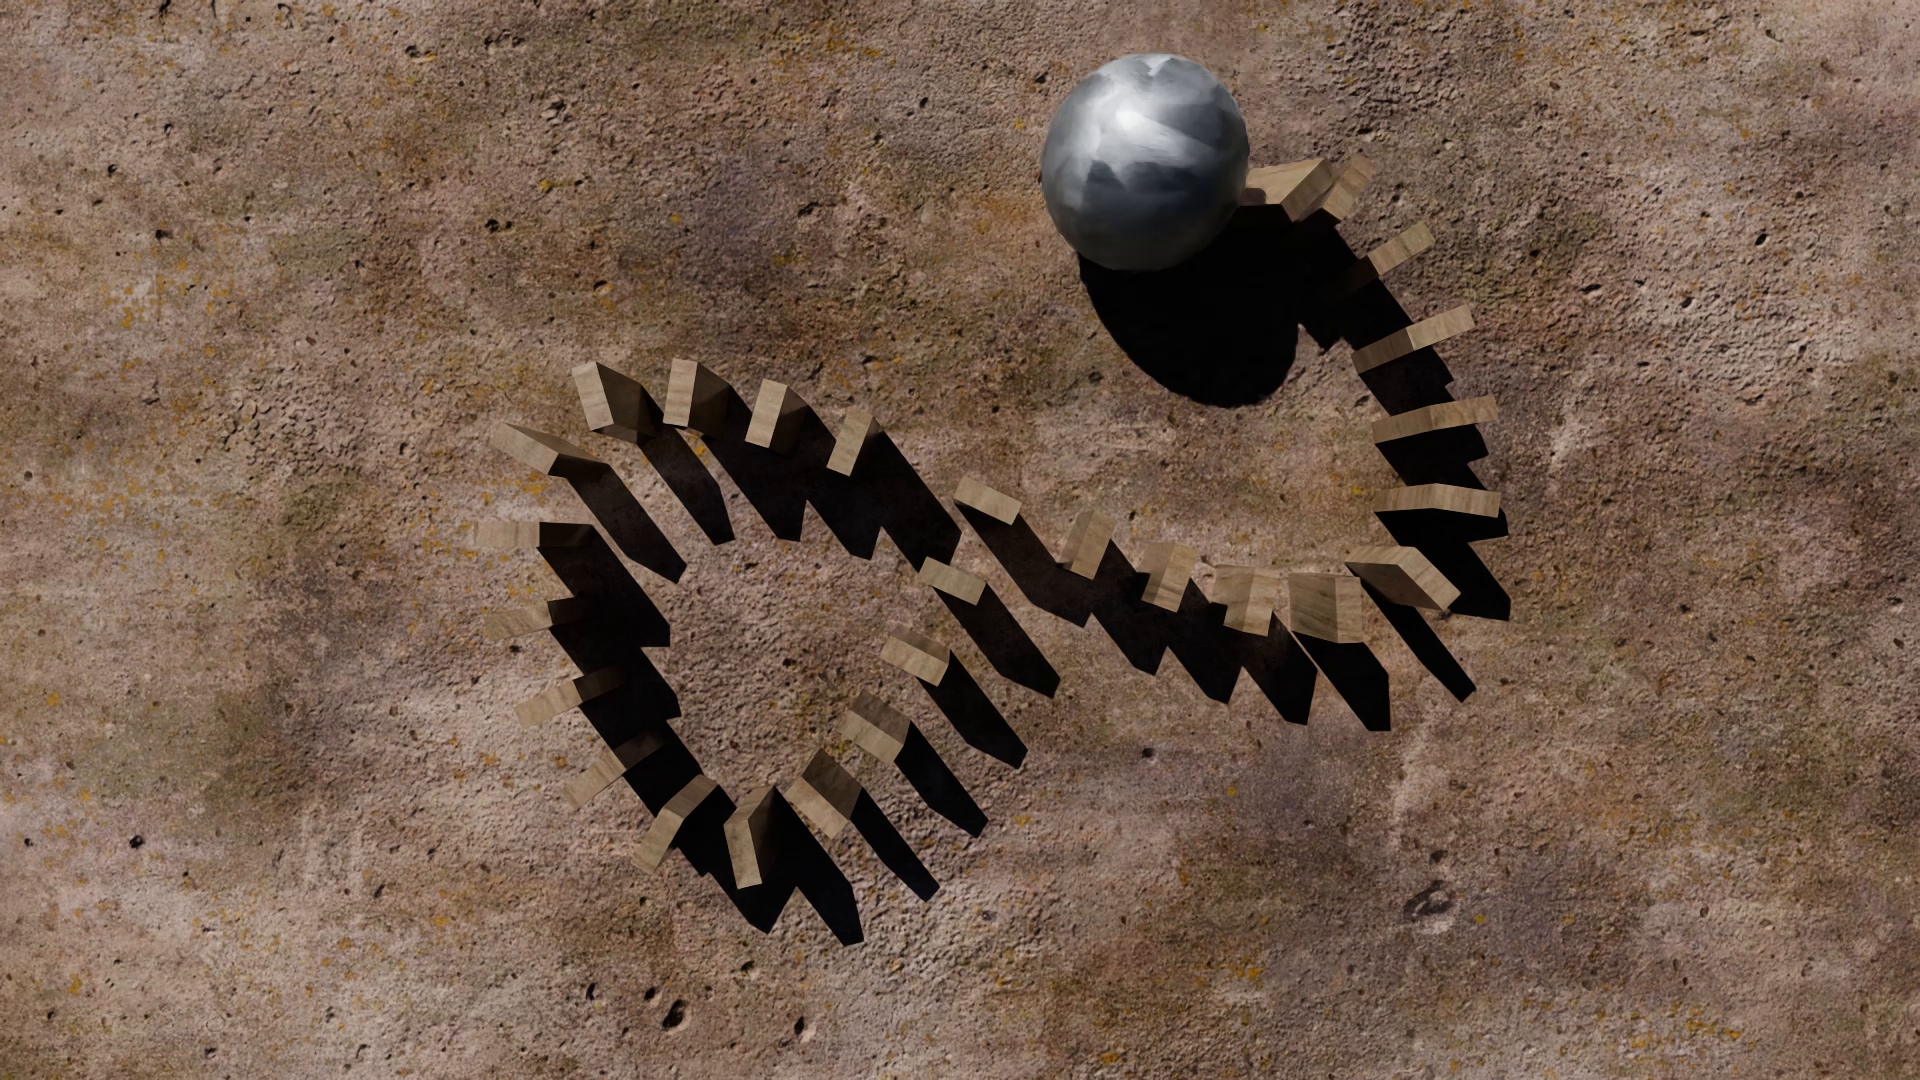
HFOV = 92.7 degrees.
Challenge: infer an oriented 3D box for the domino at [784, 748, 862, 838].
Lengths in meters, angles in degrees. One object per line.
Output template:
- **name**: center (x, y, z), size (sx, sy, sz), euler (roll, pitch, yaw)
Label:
- **domino**: center (-0.055, 0.102, 0.375), size (0.025, 0.050, 0.010), euler (43, 90, 0)

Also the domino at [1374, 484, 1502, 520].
- **domino**: center (0.194, -0.015, 0.375), size (0.025, 0.050, 0.009), euler (9, 90, 0)

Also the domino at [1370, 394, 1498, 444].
- **domino**: center (0.192, -0.049, 0.375), size (0.025, 0.050, 0.009), euler (-9, 90, 0)

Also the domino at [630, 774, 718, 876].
- **domino**: center (-0.116, 0.115, 0.375), size (0.010, 0.050, 0.025), euler (30, 90, 0)

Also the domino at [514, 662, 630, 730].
- **domino**: center (-0.157, 0.063, 0.375), size (0.025, 0.050, 0.009), euler (-25, 90, 0)

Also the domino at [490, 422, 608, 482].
- **domino**: center (-0.167, -0.035, 0.375), size (0.025, 0.050, 0.010), euler (29, 90, 0)

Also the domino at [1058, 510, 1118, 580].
- **domino**: center (0.051, 0.002, 0.375), size (0.009, 0.050, 0.025), euler (22, 90, 0)

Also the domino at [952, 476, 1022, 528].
- **domino**: center (0.011, -0.015, 0.375), size (0.025, 0.050, 0.010), euler (25, 90, 0)

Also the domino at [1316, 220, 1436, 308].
- **domino**: center (0.169, -0.112, 0.375), size (0.025, 0.050, 0.010), euler (-32, 90, 0)

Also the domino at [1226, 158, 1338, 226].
- **domino**: center (0.128, -0.142, 0.375), size (0.025, 0.050, 0.010), euler (-45, 113, 0)

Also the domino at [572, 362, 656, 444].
- **domino**: center (-0.140, -0.055, 0.375), size (0.010, 0.050, 0.025), euler (-17, 90, 0)

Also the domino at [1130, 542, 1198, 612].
- **domino**: center (0.083, 0.014, 0.375), size (0.009, 0.050, 0.025), euler (20, 90, 0)

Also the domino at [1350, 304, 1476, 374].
- **domino**: center (0.184, -0.081, 0.375), size (0.025, 0.050, 0.010), euler (-21, 90, 0)

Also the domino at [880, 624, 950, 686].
- **domino**: center (-0.018, 0.046, 0.375), size (0.025, 0.050, 0.009), euler (27, 90, 0)

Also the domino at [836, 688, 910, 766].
- **domino**: center (-0.034, 0.075, 0.375), size (0.025, 0.050, 0.009), euler (33, 90, 0)

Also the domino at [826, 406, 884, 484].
- **domino**: center (-0.042, -0.038, 0.375), size (0.010, 0.050, 0.025), euler (21, 90, 0)

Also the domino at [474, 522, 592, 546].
- **domino**: center (-0.173, -0.002, 0.375), size (0.025, 0.050, 0.010), euler (0, 90, 0)

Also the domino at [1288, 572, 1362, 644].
- **domino**: center (0.149, 0.027, 0.375), size (0.009, 0.050, 0.025), euler (-3, 90, 0)

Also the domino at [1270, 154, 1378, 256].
- **domino**: center (0.148, -0.136, 0.375), size (0.009, 0.050, 0.025), euler (34, 90, -3)

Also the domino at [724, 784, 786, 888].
- **domino**: center (-0.083, 0.120, 0.375), size (0.009, 0.050, 0.025), euler (-13, 90, 0)

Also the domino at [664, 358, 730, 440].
- **domino**: center (-0.107, -0.056, 0.375), size (0.009, 0.050, 0.025), euler (9, 90, 0)

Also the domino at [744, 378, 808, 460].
- **domino**: center (-0.074, -0.048, 0.375), size (0.010, 0.050, 0.025), euler (17, 90, 0)

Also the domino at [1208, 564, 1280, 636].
- **domino**: center (0.115, 0.024, 0.375), size (0.010, 0.050, 0.025), euler (11, 90, 0)

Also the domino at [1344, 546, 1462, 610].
- **domino**: center (0.179, 0.015, 0.375), size (0.009, 0.050, 0.025), euler (-45, 90, 0)

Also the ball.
- **ball**: center (0.072, -0.146, 0.360), size (0.080, 0.080, 0.080), euler (0, 90, 0)

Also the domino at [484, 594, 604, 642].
- **domino**: center (-0.169, 0.031, 0.375), size (0.025, 0.050, 0.009), euler (-15, 90, 0)

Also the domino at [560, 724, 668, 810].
- **domino**: center (-0.140, 0.092, 0.375), size (0.025, 0.050, 0.009), euler (-38, 90, 0)

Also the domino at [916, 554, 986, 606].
- **domino**: center (-0.003, 0.016, 0.375), size (0.025, 0.050, 0.009), euler (24, 90, 0)
